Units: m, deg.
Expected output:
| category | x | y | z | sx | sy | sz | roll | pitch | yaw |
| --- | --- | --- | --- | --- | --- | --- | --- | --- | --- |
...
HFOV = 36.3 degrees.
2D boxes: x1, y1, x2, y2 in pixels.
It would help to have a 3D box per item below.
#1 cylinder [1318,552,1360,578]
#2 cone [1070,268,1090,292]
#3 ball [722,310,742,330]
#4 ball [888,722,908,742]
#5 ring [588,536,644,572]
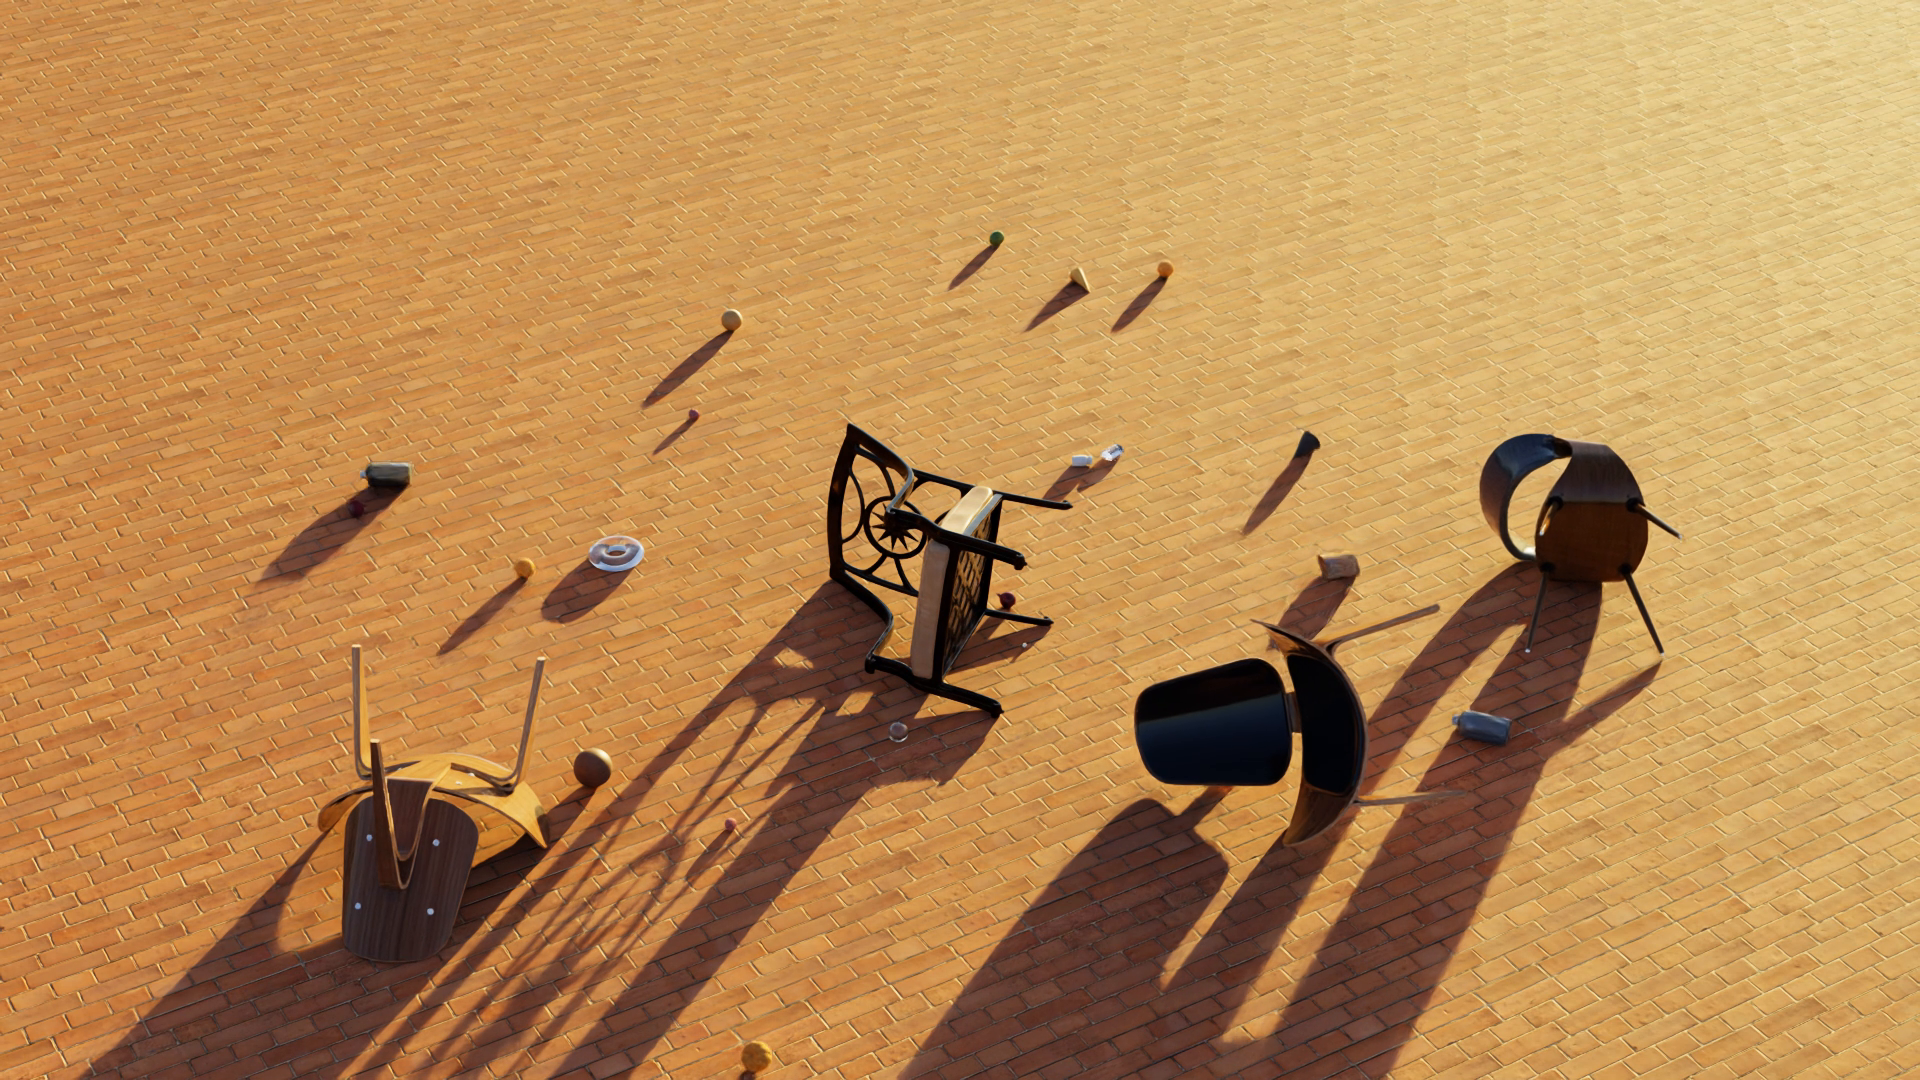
| category | x | y | z | sx | sy | sz | roll | pitch | yaw |
| --- | --- | --- | --- | --- | --- | --- | --- | --- | --- |
| cylinder | 1.388 | 0.091 | 10.744 | 0.125 | 0.065 | 0.106 | -6 | 51 | -13 |
| cone | 0.529 | -1.103 | 12.589 | 0.067 | 0.065 | 0.134 | 24 | 25 | -50 |
| ball | -0.954 | -0.920 | 12.259 | 0.090 | 0.090 | 0.090 | 0 | 33 | 0 |
| ball | -0.209 | 0.648 | 9.898 | 0.069 | 0.069 | 0.069 | 0 | 33 | 0 |
| ring | -1.269 | 0.049 | 10.827 | 0.207 | 0.049 | 0.213 | -4 | 33 | -4 |
